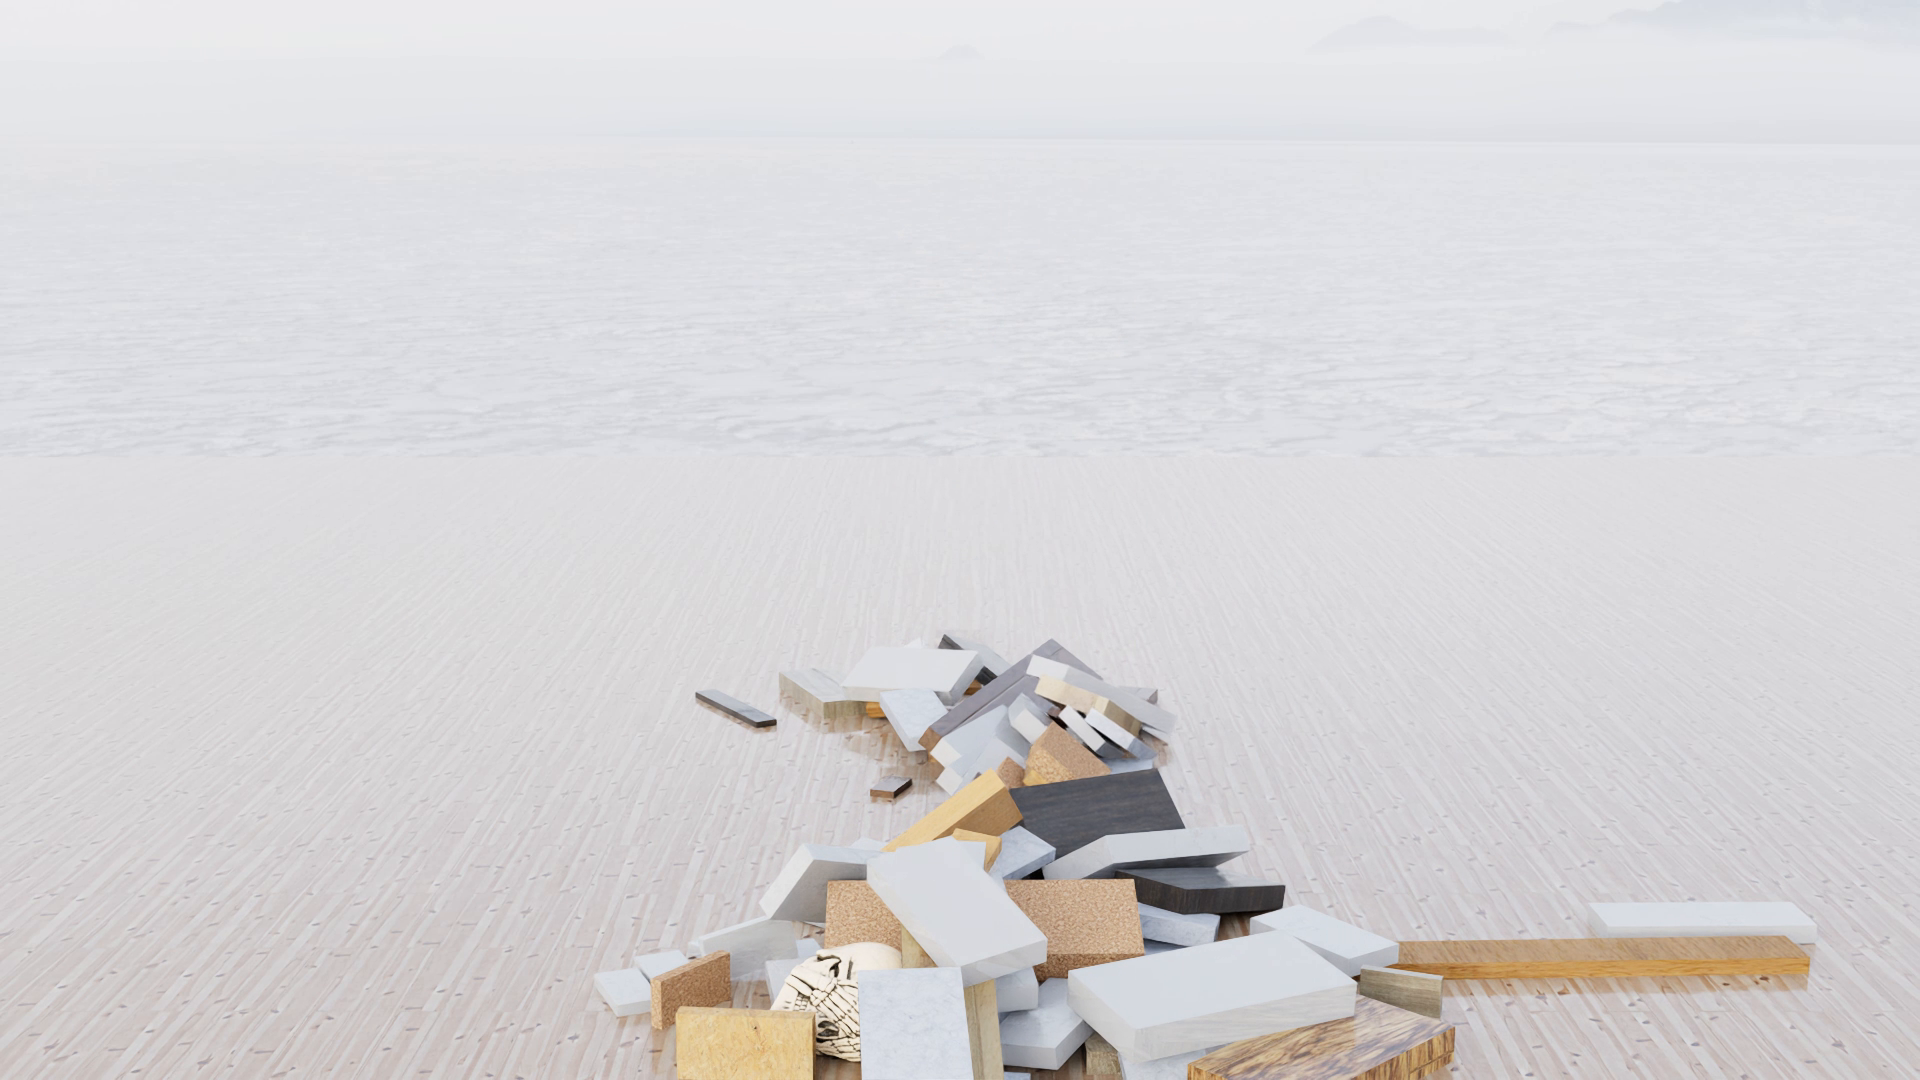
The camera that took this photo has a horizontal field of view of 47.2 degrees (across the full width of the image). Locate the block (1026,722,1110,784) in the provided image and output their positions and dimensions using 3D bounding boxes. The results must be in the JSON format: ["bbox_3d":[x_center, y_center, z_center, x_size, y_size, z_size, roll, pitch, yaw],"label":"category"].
[{"bbox_3d":[0.199,0.410,3.983,0.141,0.040,0.282,40,8,3],"label":"block"}]

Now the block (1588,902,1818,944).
[{"bbox_3d":[1.176,0.608,3.492,0.329,0.030,0.105,0,11,-1],"label":"block"}]

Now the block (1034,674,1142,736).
[{"bbox_3d":[0.264,0.342,4.478,0.148,0.042,0.295,20,-6,21],"label":"block"}]

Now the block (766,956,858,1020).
[{"bbox_3d":[-0.171,0.648,3.198,0.211,0.030,0.105,-2,27,-12],"label":"block"}]

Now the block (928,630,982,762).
[{"bbox_3d":[-0.006,0.336,4.953,0.110,0.031,1.065,0,11,0],"label":"block"}]

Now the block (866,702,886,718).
[{"bbox_3d":[-0.131,0.313,4.794,0.093,0.026,0.185,-6,36,25],"label":"block"}]

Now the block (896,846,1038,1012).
[{"bbox_3d":[0.006,0.552,3.158,0.141,0.040,0.352,-4,28,-10],"label":"block"}]

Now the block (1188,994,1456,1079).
[{"bbox_3d":[0.487,0.699,2.943,0.356,0.050,0.178,-10,15,-44],"label":"block"}]

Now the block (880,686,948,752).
[{"bbox_3d":[-0.083,0.366,4.513,0.110,0.031,0.220,-5,22,-17],"label":"block"}]

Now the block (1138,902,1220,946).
[{"bbox_3d":[0.274,0.584,3.392,0.245,0.035,0.122,9,0,10],"label":"block"}]

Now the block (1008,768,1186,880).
[{"bbox_3d":[0.232,0.483,3.716,0.320,0.160,0.045,-3,-34,-35],"label":"block"}]

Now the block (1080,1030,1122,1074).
[{"bbox_3d":[0.224,0.683,3.076,0.115,0.033,0.230,0,11,-2],"label":"block"}]

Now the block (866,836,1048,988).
[{"bbox_3d":[-0.007,0.513,3.054,0.136,0.039,0.273,-12,30,-26],"label":"block"}]

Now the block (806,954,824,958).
[{"bbox_3d":[-0.175,0.639,3.268,0.130,0.018,0.065,-8,35,-21],"label":"block"}]

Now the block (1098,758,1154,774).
[{"bbox_3d":[0.275,0.478,4.147,0.160,0.045,0.330,2,11,8],"label":"block"}]

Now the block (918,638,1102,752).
[{"bbox_3d":[0.120,0.353,4.624,0.148,0.042,0.803,38,20,10],"label":"block"}]

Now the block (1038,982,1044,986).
[{"bbox_3d":[0.104,0.608,3.272,0.109,0.031,0.219,-3,32,-24],"label":"block"}]

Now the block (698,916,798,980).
[{"bbox_3d":[-0.317,0.611,3.302,0.142,0.071,0.020,-14,10,-24],"label":"block"}]

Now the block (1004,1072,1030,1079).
[{"bbox_3d":[0.008,0.749,2.726,0.115,0.033,0.364,2,11,9],"label":"block"}]

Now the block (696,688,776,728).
[{"bbox_3d":[-0.493,0.368,4.824,0.049,0.014,0.305,-6,12,-31],"label":"block"}]

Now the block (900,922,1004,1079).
[{"bbox_3d":[-0.013,0.625,2.911,0.122,0.035,0.443,-1,25,-3],"label":"block"}]

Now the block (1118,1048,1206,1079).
[{"bbox_3d":[0.273,0.702,2.935,0.116,0.016,0.058,-2,47,-12],"label":"block"}]

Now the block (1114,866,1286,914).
[{"bbox_3d":[0.386,0.562,3.534,0.140,0.040,0.280,9,1,41],"label":"block"}]

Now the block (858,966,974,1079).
[{"bbox_3d":[-0.057,0.649,2.771,0.136,0.039,0.313,-1,25,-4],"label":"block"}]

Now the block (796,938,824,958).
[{"bbox_3d":[-0.235,0.641,3.346,0.065,0.018,0.130,-4,11,-20],"label":"block"}]

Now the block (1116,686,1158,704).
[{"bbox_3d":[0.368,0.359,4.842,0.093,0.026,0.185,4,11,19],"label":"block"}]

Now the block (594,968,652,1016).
[{"bbox_3d":[-0.488,0.663,3.226,0.065,0.018,0.130,-5,11,-23],"label":"block"}]

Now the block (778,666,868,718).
[{"bbox_3d":[-0.294,0.339,4.918,0.131,0.037,0.301,-5,11,-23],"label":"block"}]

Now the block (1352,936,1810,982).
[{"bbox_3d":[0.833,0.637,3.344,0.893,0.026,0.092,0,11,-2],"label":"block"}]

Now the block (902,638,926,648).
[{"bbox_3d":[-0.134,0.297,4.983,0.131,0.037,0.261,-30,10,3],"label":"block"}]

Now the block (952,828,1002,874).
[{"bbox_3d":[0.004,0.479,3.234,0.073,0.021,0.146,10,29,17],"label":"block"}]

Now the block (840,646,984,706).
[{"bbox_3d":[-0.104,0.292,4.737,0.280,0.040,0.140,1,35,32],"label":"block"}]

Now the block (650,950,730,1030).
[{"bbox_3d":[-0.387,0.647,3.169,0.020,0.071,0.142,8,13,37],"label":"block"}]

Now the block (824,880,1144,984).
[{"bbox_3d":[0.033,0.571,3.219,0.457,0.050,0.178,0,27,-1],"label":"block"}]
